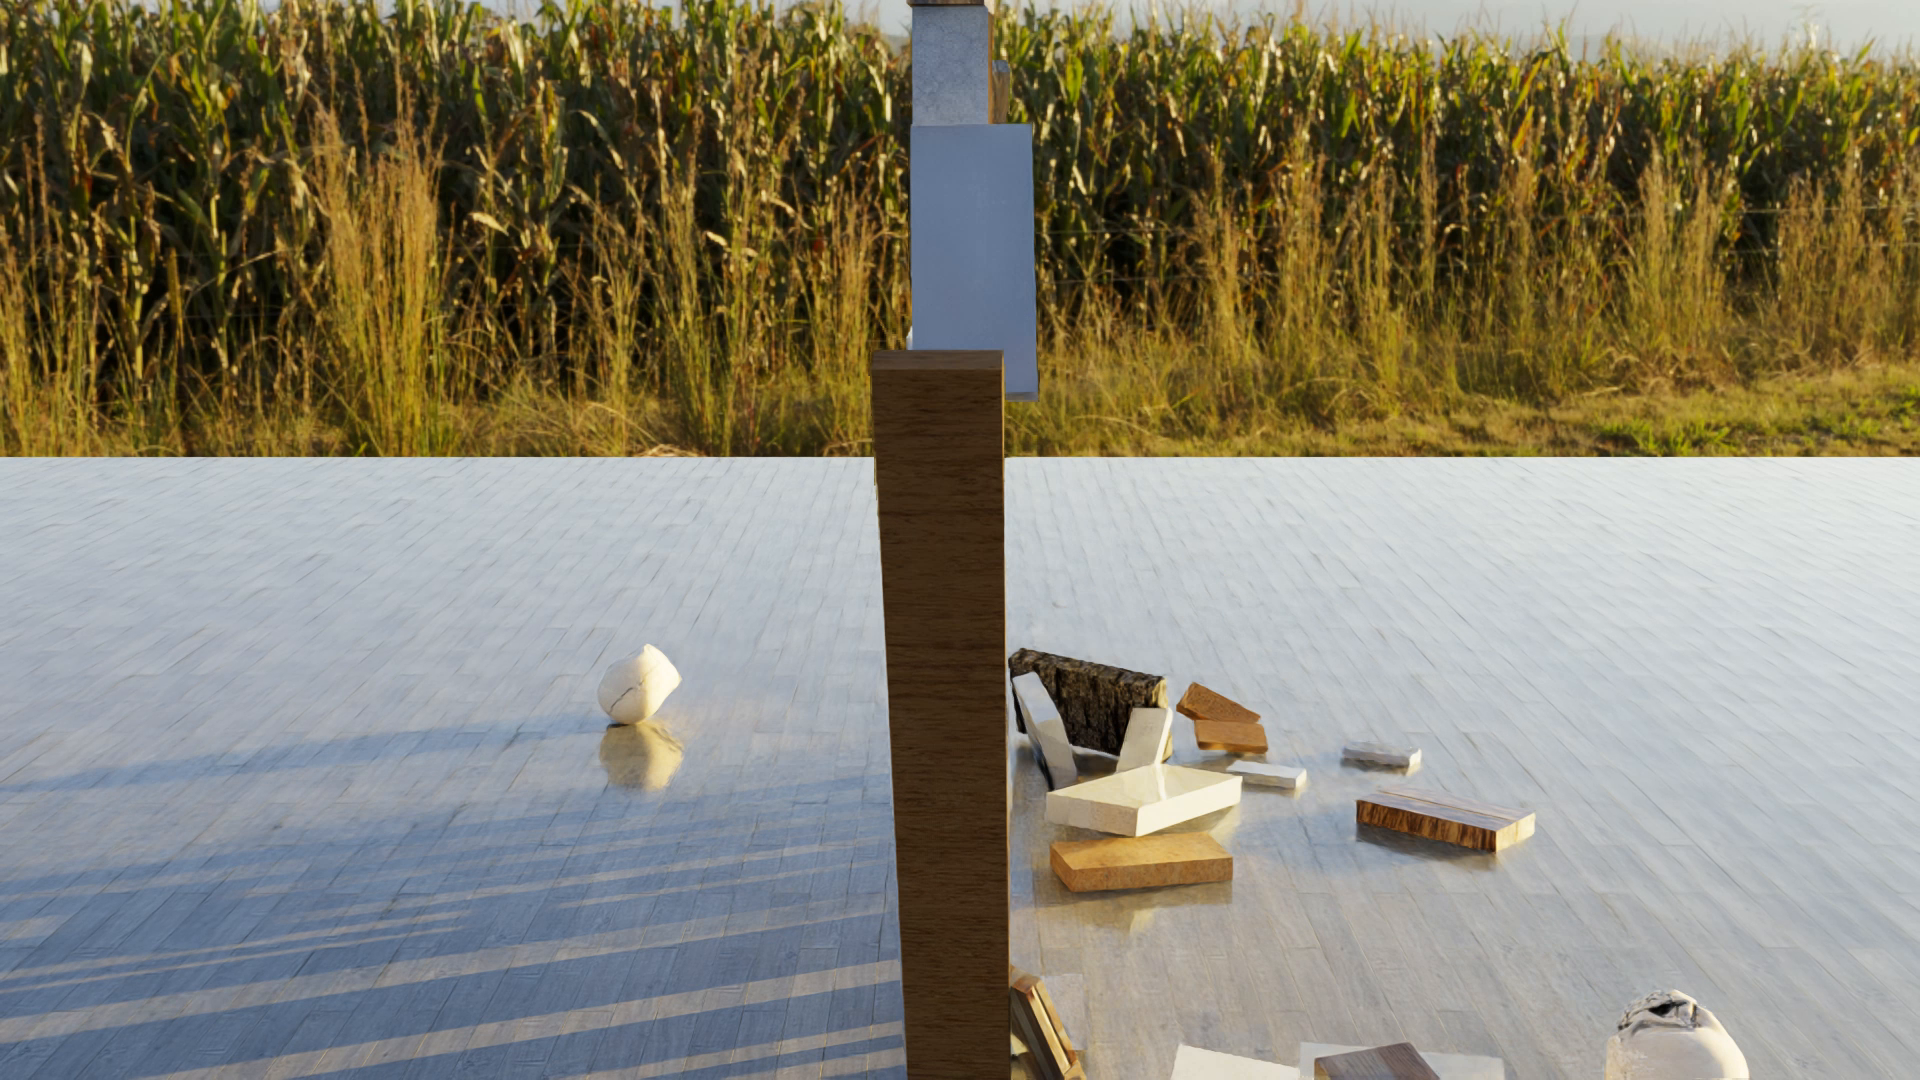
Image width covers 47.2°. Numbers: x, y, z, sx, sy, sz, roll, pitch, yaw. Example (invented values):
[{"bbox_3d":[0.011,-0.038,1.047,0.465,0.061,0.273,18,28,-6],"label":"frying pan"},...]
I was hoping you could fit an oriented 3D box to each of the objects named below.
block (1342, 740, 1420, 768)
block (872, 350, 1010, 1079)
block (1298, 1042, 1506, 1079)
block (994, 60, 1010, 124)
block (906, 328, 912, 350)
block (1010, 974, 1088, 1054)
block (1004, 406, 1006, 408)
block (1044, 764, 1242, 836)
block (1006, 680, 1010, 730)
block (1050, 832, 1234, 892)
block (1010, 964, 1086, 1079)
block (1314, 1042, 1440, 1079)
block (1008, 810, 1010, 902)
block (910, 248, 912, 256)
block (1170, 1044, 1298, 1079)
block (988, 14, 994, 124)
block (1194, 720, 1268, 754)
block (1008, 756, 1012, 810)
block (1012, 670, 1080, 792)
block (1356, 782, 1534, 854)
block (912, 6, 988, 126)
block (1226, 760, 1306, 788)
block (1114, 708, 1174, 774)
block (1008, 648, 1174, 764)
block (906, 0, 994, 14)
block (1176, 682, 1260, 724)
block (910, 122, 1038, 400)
[{"bbox_3d":[0.854,0.433,4.460,0.142,0.020,0.071,6,12,29],"label":"block"},{"bbox_3d":[-0.011,0.272,2.564,0.133,1.119,0.038,1,36,3],"label":"block"},{"bbox_3d":[0.579,0.715,2.890,0.266,0.038,0.133,2,11,10],"label":"block"},{"bbox_3d":[-0.001,-0.638,3.616,0.142,0.318,0.040,-3,43,-7],"label":"block"},{"bbox_3d":[-0.007,-0.296,3.289,0.135,0.038,0.269,0,11,1],"label":"block"},{"bbox_3d":[0.069,0.656,3.027,0.204,0.102,0.029,-2,-13,-8],"label":"block"},{"bbox_3d":[0.034,-0.259,4.696,0.059,0.119,0.017,36,11,-33],"label":"block"},{"bbox_3d":[0.341,0.469,4.003,0.176,0.050,0.471,6,4,29],"label":"block"},{"bbox_3d":[-0.003,0.251,3.617,0.160,0.045,0.320,0,11,0],"label":"block"},{"bbox_3d":[0.310,0.551,3.769,0.283,0.040,0.142,-2,11,-13],"label":"block"},{"bbox_3d":[0.098,0.639,2.862,0.029,0.204,0.102,-37,30,-26],"label":"block"},{"bbox_3d":[0.555,0.721,2.732,0.133,0.038,0.266,-6,20,-14],"label":"block"},{"bbox_3d":[0.004,0.522,3.261,0.141,0.282,0.040,0,10,0],"label":"block"},{"bbox_3d":[-0.007,-0.413,3.014,0.119,0.034,0.238,0,11,-1],"label":"block"},{"bbox_3d":[0.332,0.729,2.744,0.158,0.045,0.317,9,12,10],"label":"block"},{"bbox_3d":[-0.005,-0.656,3.208,0.106,0.212,0.030,0,10,1],"label":"block"},{"bbox_3d":[0.555,0.403,4.509,0.142,0.020,0.071,5,33,-6],"label":"block"},{"bbox_3d":[0.004,0.347,3.323,0.141,0.040,0.282,0,11,0],"label":"block"},{"bbox_3d":[0.170,0.385,4.274,0.050,0.175,0.351,-17,12,-3],"label":"block"},{"bbox_3d":[0.885,0.505,4.015,0.284,0.040,0.142,9,14,41],"label":"block"},{"bbox_3d":[-0.013,-0.594,3.076,0.106,0.297,0.030,0,7,1],"label":"block"},{"bbox_3d":[0.600,0.460,4.315,0.142,0.020,0.071,5,12,25],"label":"block"},{"bbox_3d":[0.360,0.401,4.308,0.080,0.023,0.159,-3,53,31],"label":"block"},{"bbox_3d":[0.265,0.339,4.494,0.351,0.175,0.050,10,29,36],"label":"block"},{"bbox_3d":[-0.012,-0.767,3.122,0.106,0.030,0.212,1,8,5],"label":"block"},{"bbox_3d":[0.539,0.362,4.591,0.159,0.023,0.080,27,44,15],"label":"block"},{"bbox_3d":[0.017,-0.357,2.835,0.158,0.356,0.045,-1,-9,2],"label":"block"}]
